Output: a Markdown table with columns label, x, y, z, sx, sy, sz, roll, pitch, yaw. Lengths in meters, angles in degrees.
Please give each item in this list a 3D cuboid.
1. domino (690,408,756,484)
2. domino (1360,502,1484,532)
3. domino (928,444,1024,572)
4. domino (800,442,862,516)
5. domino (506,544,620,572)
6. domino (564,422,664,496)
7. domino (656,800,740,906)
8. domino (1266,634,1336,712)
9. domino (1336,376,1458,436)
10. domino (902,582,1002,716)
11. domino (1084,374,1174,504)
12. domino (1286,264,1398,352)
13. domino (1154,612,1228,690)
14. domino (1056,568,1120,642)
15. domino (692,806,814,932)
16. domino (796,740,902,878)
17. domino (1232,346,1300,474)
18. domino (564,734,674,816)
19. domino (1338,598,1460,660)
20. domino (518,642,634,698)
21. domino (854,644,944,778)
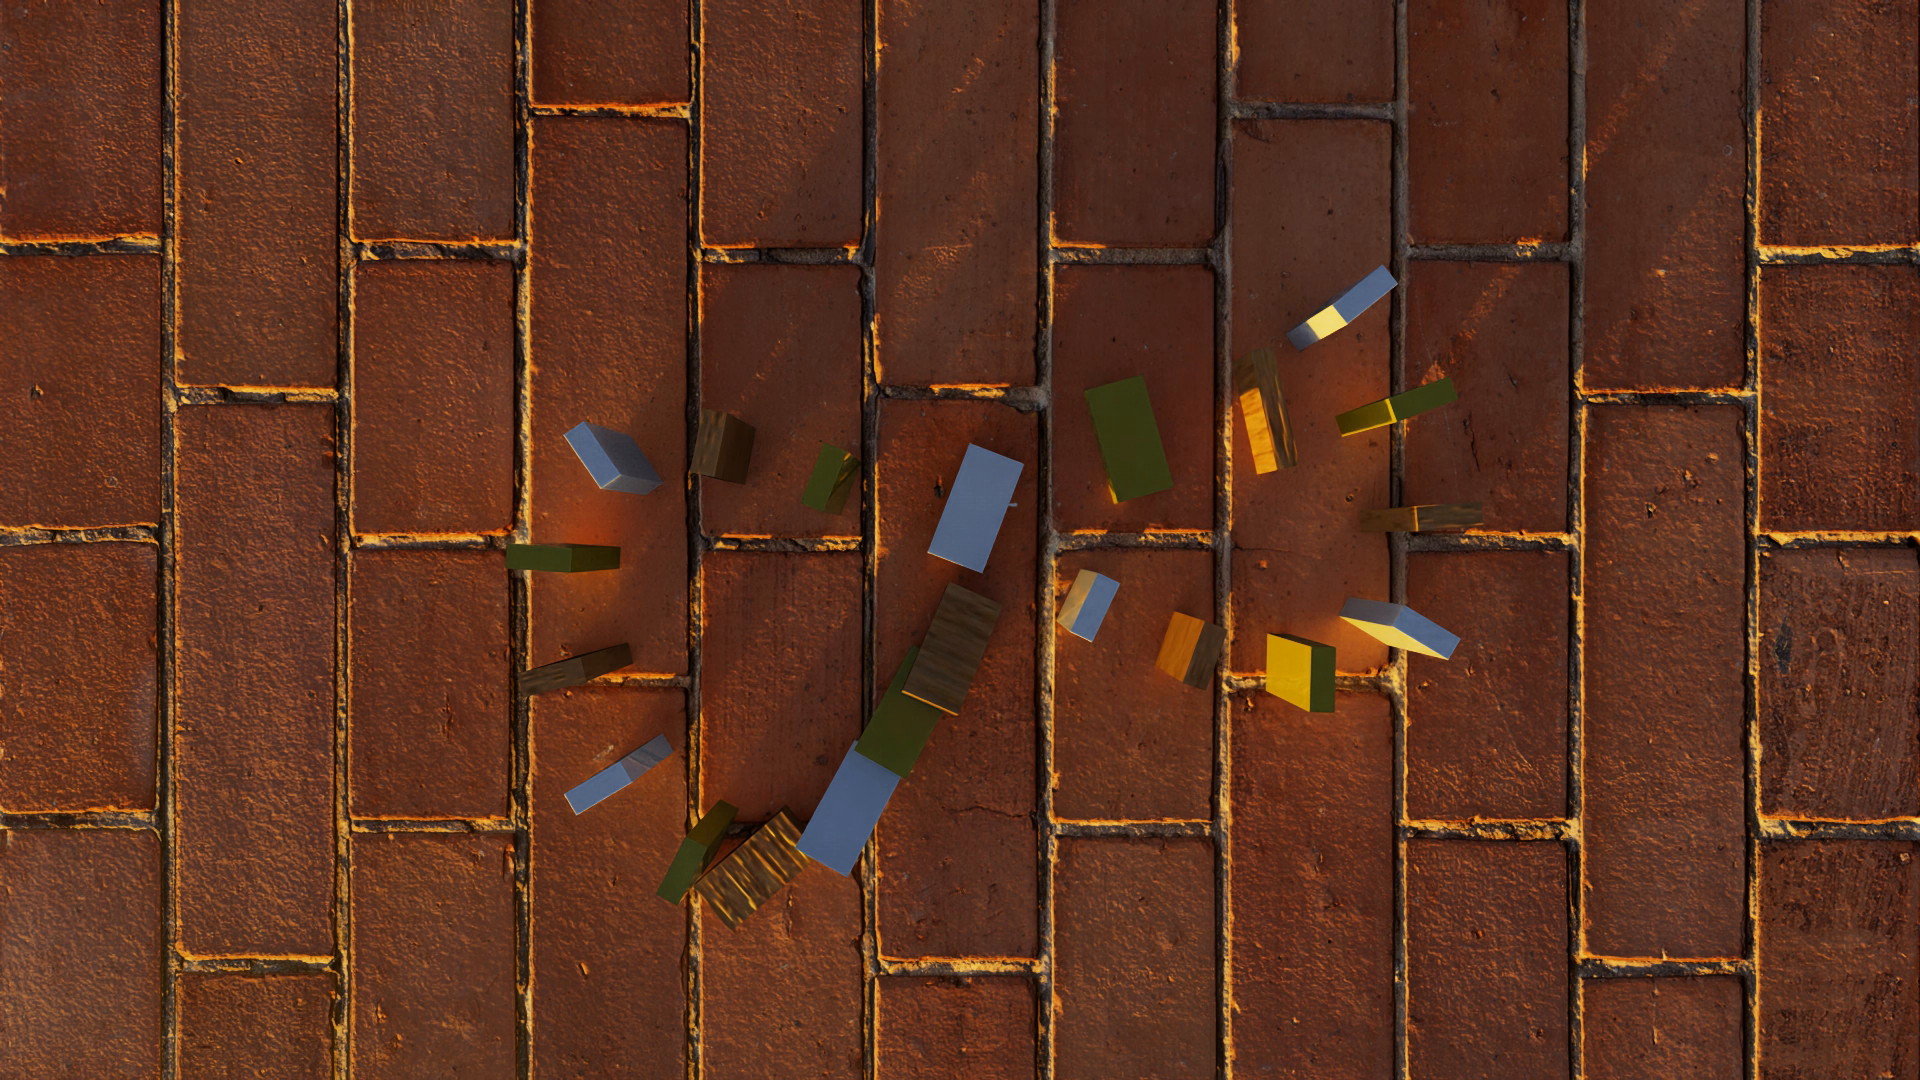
| label | x | y | z | sx | sy | sz | roll | pitch | yaw |
| --- | --- | --- | --- | --- | --- | --- | --- | --- | --- |
| domino | -0.096 | -0.037 | 0.375 | 0.010 | 0.050 | 0.025 | 11 | 90 | 0 |
| domino | 0.187 | -0.009 | 0.375 | 0.025 | 0.050 | 0.010 | -4 | 90 | 0 |
| domino | 0.007 | -0.014 | 0.395 | 0.025 | 0.010 | 0.050 | 21 | 90 | 0 |
| domino | -0.052 | -0.024 | 0.375 | 0.010 | 0.050 | 0.025 | 22 | 90 | 0 |
| domino | -0.161 | 0.007 | 0.375 | 0.025 | 0.050 | 0.009 | 4 | 90 | 0 |
| domino | -0.140 | -0.033 | 0.375 | 0.010 | 0.050 | 0.025 | -35 | 90 | 0 |
| domino | -0.106 | 0.126 | 0.375 | 0.010 | 0.050 | 0.025 | 27 | 90 | 0 |
| domino | 0.139 | 0.053 | 0.375 | 0.009 | 0.050 | 0.025 | 1 | 90 | 0 |
| domino | 0.177 | -0.054 | 0.375 | 0.025 | 0.050 | 0.009 | -20 | 90 | 0 |
| domino | -0.003 | 0.046 | 0.388 | 0.025 | 0.010 | 0.050 | 24 | 73 | -2 |
| domino | 0.073 | -0.043 | 0.395 | 0.025 | 0.010 | 0.050 | -16 | 90 | 0 |
| domino | 0.155 | -0.094 | 0.375 | 0.025 | 0.050 | 0.009 | -39 | 90 | 0 |
| domino | 0.094 | 0.044 | 0.375 | 0.009 | 0.050 | 0.025 | 20 | 90 | 0 |
| domino | 0.052 | 0.026 | 0.375 | 0.009 | 0.050 | 0.025 | 26 | 90 | 0 |
| domino | -0.087 | 0.141 | 0.395 | 0.050 | 0.010 | 0.025 | -41 | 90 | 0 |
| domino | -0.046 | 0.113 | 0.390 | 0.025 | 0.010 | 0.050 | 29 | 78 | 0 |
| domino | 0.129 | -0.054 | 0.388 | 0.010 | 0.025 | 0.050 | -13 | 90 | 0 |
| domino | -0.138 | 0.095 | 0.375 | 0.025 | 0.050 | 0.009 | -31 | 90 | 0 |
| domino | 0.178 | 0.035 | 0.375 | 0.025 | 0.050 | 0.009 | 31 | 90 | 0 |
| domino | -0.156 | 0.052 | 0.375 | 0.025 | 0.050 | 0.009 | -15 | 90 | 0 |
| domino | -0.022 | 0.073 | 0.390 | 0.025 | 0.010 | 0.050 | 29 | 78 | 0 |
